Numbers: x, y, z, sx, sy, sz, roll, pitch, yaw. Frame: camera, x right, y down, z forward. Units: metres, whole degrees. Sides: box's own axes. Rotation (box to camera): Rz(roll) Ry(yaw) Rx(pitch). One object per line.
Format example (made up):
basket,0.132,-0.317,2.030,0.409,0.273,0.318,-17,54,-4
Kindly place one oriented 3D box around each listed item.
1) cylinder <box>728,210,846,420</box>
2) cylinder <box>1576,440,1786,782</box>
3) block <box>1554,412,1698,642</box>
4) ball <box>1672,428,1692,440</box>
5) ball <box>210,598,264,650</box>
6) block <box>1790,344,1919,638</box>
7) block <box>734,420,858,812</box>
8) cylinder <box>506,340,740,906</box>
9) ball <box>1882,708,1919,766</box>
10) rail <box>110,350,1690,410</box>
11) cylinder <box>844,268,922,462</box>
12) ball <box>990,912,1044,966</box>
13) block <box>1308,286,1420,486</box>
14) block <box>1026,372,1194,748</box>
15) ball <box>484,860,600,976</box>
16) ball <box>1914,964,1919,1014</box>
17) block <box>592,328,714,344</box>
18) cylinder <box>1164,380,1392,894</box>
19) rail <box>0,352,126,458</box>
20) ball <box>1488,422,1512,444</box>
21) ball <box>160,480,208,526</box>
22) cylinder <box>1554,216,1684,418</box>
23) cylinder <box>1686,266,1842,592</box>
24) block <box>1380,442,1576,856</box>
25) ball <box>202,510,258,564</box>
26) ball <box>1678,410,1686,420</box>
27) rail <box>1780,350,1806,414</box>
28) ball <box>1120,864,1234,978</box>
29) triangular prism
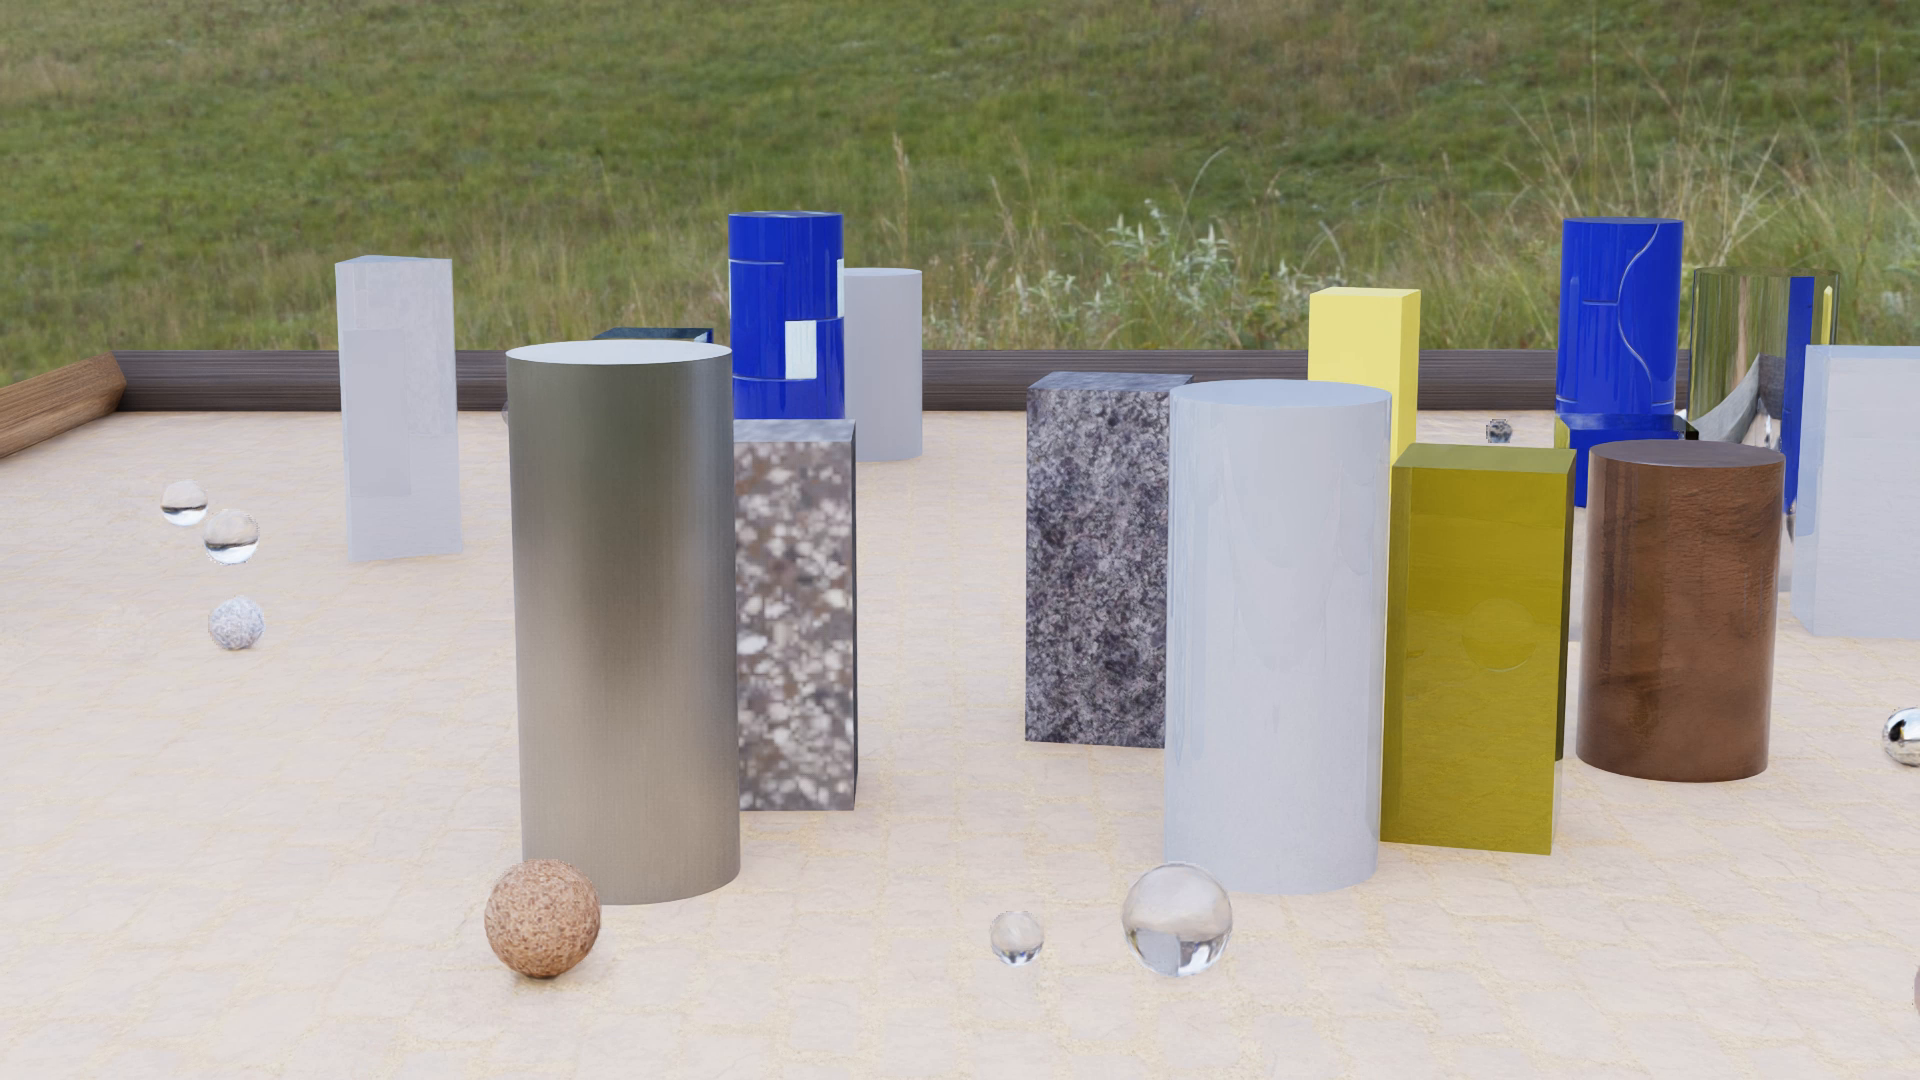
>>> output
cylinder,-0.300,-0.328,4.458,0.198,0.474,0.198,0,10,0
cylinder,0.758,0.070,2.705,0.198,0.328,0.198,0,10,0
block,0.856,-0.017,3.328,0.159,0.274,0.159,1,11,6
ball,1.236,-0.148,4.485,0.098,0.098,0.098,0,10,0
ball,-0.912,0.106,3.236,0.065,0.065,0.065,0,10,0
block,1.192,-0.066,3.352,0.159,0.361,0.159,1,11,7
block,-0.185,0.072,2.583,0.159,0.369,0.159,0,10,-1
cylinder,-0.300,0.068,2.306,0.198,0.477,0.198,0,10,0
ball,1.002,0.207,2.697,0.061,0.061,0.061,0,10,0
rail,-0.012,-0.336,5.445,3.585,0.129,0.045,0,10,0
cylinder,-0.170,-0.333,4.839,0.198,0.345,0.198,0,10,0
ball,0.046,0.327,2.099,0.044,0.044,0.044,0,10,0
block,0.702,-0.262,4.468,0.159,0.340,0.159,4,11,21
block,0.165,0.018,2.826,0.159,0.387,0.159,2,11,12
ball,-0.338,0.306,2.076,0.093,0.093,0.093,0,10,0
ball,0.759,0.337,1.904,0.096,0.096,0.096,0,10,0
block,-0.478,-0.168,4.029,0.159,0.315,0.159,1,11,5
cylinder,0.287,0.083,2.339,0.198,0.437,0.198,0,10,0
rail,-1.769,0.035,3.439,0.045,0.129,4.109,0,10,0
ball,1.050,-0.209,4.990,0.045,0.045,0.045,0,10,0
ball,-1.239,-0.058,4.100,0.073,0.073,0.073,0,10,0
cylinder,1.117,-0.308,4.365,0.198,0.469,0.198,0,10,0
cylinder,1.136,-0.162,3.650,0.198,0.440,0.198,0,10,0
block,0.498,0.099,2.459,0.159,0.361,0.159,3,11,16
ball,-1.077,-0.003,3.788,0.079,0.079,0.079,0,10,0
ball,1.417,-0.220,4.981,0.071,0.071,0.071,0,10,0
rail,1.769,0.031,3.459,0.045,0.129,4.109,0,10,0
ball,0.176,0.308,2.075,0.091,0.091,0.091,0,10,0
triangular prism,-0.865,-0.204,3.876,0.172,0.442,0.149,-5,12,-27
